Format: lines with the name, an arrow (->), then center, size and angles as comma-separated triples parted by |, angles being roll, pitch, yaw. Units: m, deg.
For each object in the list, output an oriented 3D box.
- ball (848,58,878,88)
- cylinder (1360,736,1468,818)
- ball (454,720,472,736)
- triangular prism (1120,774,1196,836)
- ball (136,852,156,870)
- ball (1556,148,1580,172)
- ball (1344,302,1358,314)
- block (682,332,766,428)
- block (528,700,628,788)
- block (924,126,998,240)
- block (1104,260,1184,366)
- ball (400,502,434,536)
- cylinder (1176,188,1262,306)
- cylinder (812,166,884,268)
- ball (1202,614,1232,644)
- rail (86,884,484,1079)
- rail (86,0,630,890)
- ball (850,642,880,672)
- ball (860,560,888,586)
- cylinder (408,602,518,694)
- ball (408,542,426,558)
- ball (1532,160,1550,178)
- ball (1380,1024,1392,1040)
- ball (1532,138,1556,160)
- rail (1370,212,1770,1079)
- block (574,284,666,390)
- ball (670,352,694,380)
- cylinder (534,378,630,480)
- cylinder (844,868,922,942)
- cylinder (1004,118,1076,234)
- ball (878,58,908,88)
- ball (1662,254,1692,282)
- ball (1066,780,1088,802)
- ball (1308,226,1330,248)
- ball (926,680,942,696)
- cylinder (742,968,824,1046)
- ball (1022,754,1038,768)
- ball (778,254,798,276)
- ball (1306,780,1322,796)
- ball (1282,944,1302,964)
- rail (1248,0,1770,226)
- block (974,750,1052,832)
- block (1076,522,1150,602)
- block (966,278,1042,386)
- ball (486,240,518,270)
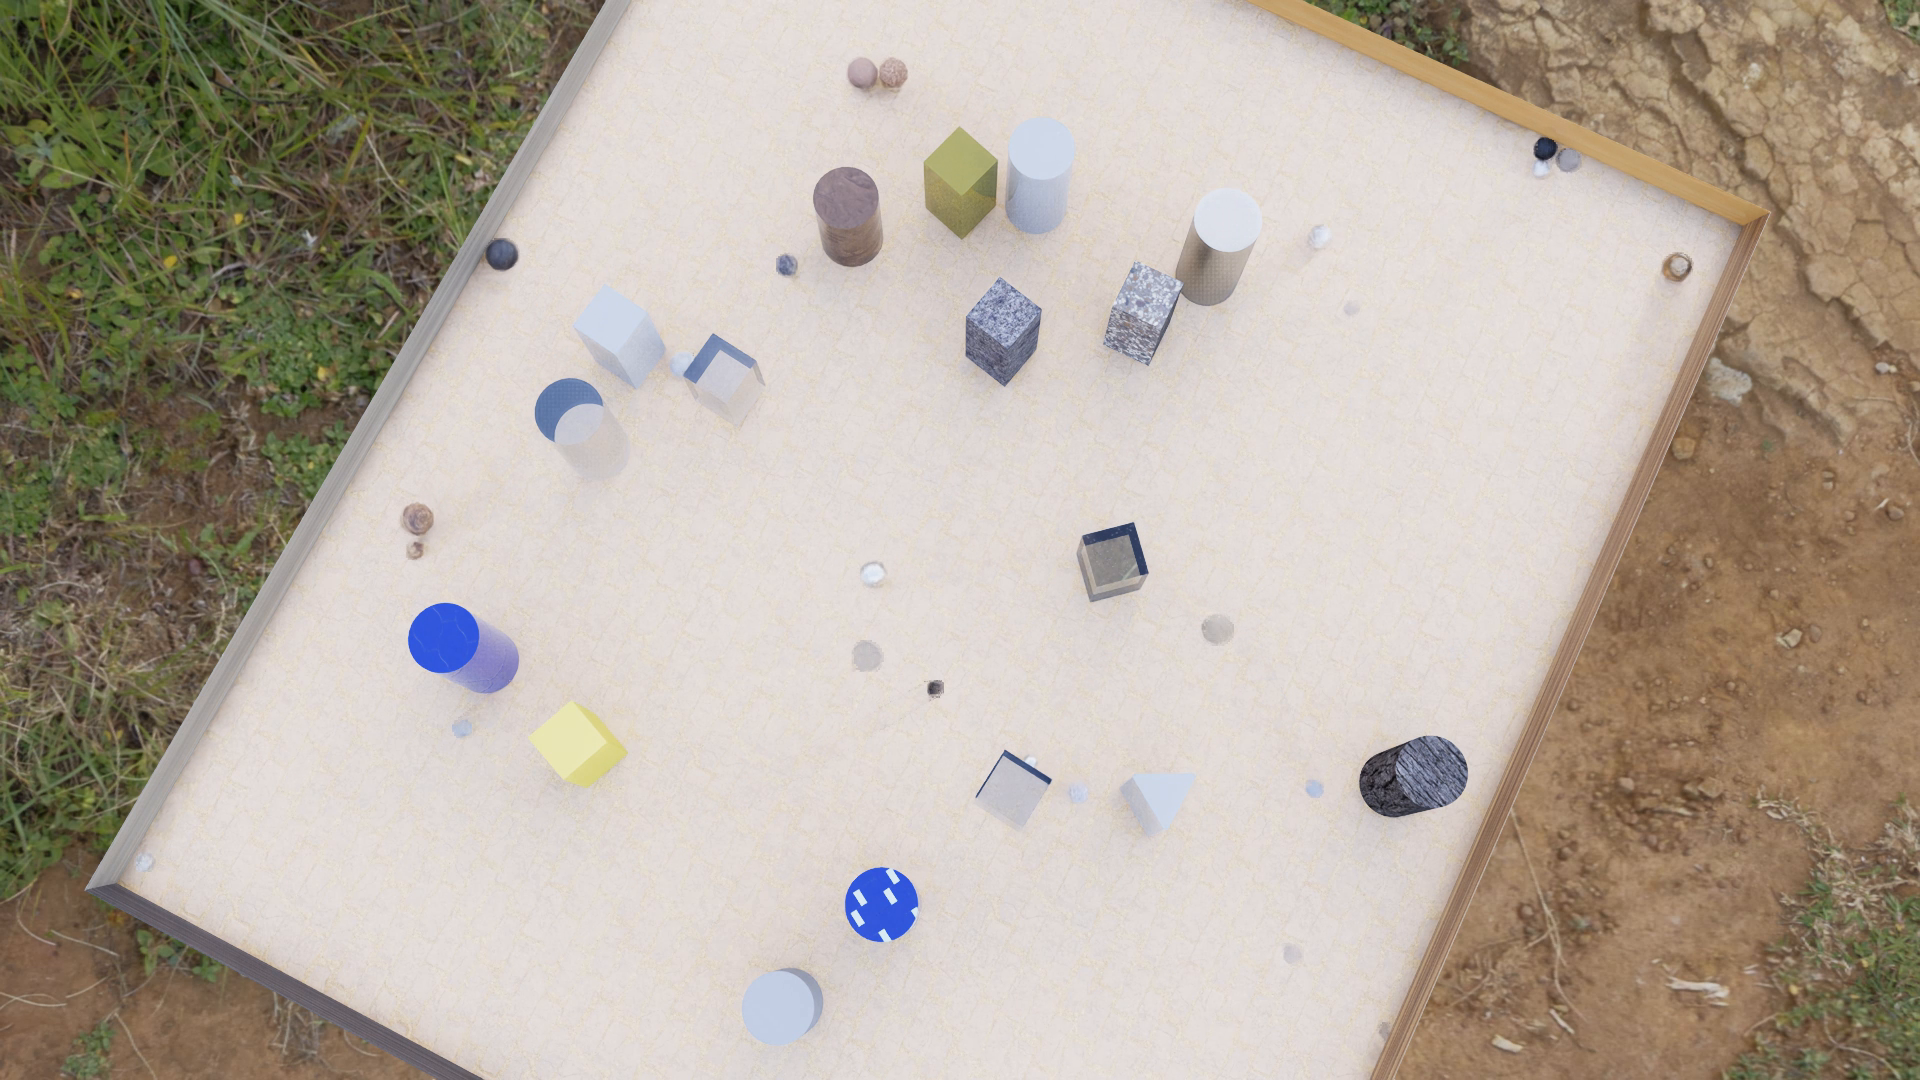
ball -> -0.312, -1.497, 5.877 | 0.096, 0.096, 0.096 | 0, 78, 0
cylinder -> 1.289, 0.680, 5.235 | 0.198, 0.471, 0.198 | 0, 78, 0
ball -> -1.484, 0.562, 5.474 | 0.052, 0.052, 0.052 | 0, 78, 0
triangular prism -> 0.583, 0.726, 5.241 | 0.149, 0.442, 0.172 | -30, 80, -6
ball -> -2.397, 0.946, 5.395 | 0.051, 0.051, 0.051 | 0, 78, 0
ball -> 1.934, -1.209, 5.829 | 0.073, 0.073, 0.073 | 0, 78, 0
ball -> 1.227, -0.727, 5.746 | 0.041, 0.041, 0.041 | 0, 78, 0
block -> -0.714, -0.483, 5.577 | 0.159, 0.274, 0.159 | 33, 80, 6
block -> -1.104, 0.597, 5.319 | 0.159, 0.340, 0.159 | -41, 81, -8
block -> 0.002, -1.098, 5.660 | 0.159, 0.361, 0.159 | 43, 81, 8
block -> 0.554, -0.685, 5.570 | 0.159, 0.369, 0.159 | 26, 79, 5
ball -> -1.652, -0.065, 5.579 | 0.099, 0.099, 0.099 | 0, 78, 0
cylinder -> 0.779, -0.882, 5.555 | 0.198, 0.477, 0.198 | 0, 78, 0
cylinder -> -0.342, -0.993, 5.655 | 0.198, 0.328, 0.198 | 0, 78, 0
ball -> 0.773, 0.267, 5.515 | 0.091, 0.091, 0.091 | 0, 78, 0
rail -> -0.908, 1.785, 5.180 | 3.585, 0.129, 0.045 | 26, 80, 5
rail -> -1.582, -0.768, 5.709 | 0.045, 0.129, 4.109 | 26, 80, 5
ball -> -0.282, 0.352, 5.498 | 0.091, 0.091, 0.091 | 0, 78, 0
ball -> -0.259, 0.101, 5.553 | 0.084, 0.084, 0.084 | 0, 78, 0
cylinder -> -1.432, 0.319, 5.311 | 0.198, 0.469, 0.198 | 0, 78, 0
ball -> -1.657, 0.032, 5.583 | 0.053, 0.053, 0.053 | 0, 78, 0
ball -> 1.848, -1.180, 5.831 | 0.059, 0.059, 0.059 | 0, 78, 0
ball -> 1.235, 1.423, 5.300 | 0.044, 0.044, 0.044 | 0, 78, 0
ball -> 1.862, -1.246, 5.838 | 0.072, 0.072, 0.072 | 0, 78, 0
rail -> 1.582, 0.781, 5.388 | 0.045, 0.129, 4.109 | 26, 80, 5
block -> -1.028, -0.612, 5.559 | 0.159, 0.361, 0.159 | 34, 80, 7
ball -> -0.859, -0.541, 5.685 | 0.086, 0.086, 0.086 | 0, 78, 0
cylinder -> -1.119, -0.324, 5.459 | 0.198, 0.440, 0.198 | 0, 78, 0
cylinder -> -0.211, 1.029, 5.162 | 0.198, 0.474, 0.198 | 0, 78, 0
cylinder -> 0.242, -1.112, 5.624 | 0.198, 0.437, 0.198 | 0, 78, 0
ball -> -0.214, -1.497, 5.879 | 0.093, 0.093, 0.093 | 0, 78, 0
ball -> 2.249, -0.852, 5.749 | 0.087, 0.087, 0.087 | 0, 78, 0
ball -> 0.347, 0.744, 5.429 | 0.065, 0.065, 0.065 | 0, 78, 0
ball -> 1.130, -0.953, 5.778 | 0.071, 0.071, 0.071 | 0, 78, 0
ball -> -0.078, 0.445, 5.501 | 0.045, 0.045, 0.045 | 0, 78, 0
cylinder -> -0.497, 1.312, 5.169 | 0.198, 0.345, 0.198 | 0, 78, 0
ball -> 0.209, 0.664, 5.454 | 0.050, 0.050, 0.050 | 0, 78, 0
ball -> -0.542, -0.864, 5.762 | 0.066, 0.066, 0.066 | 0, 78, 0
ball -> 1.050, 0.734, 5.439 | 0.050, 0.050, 0.050 | 0, 78, 0
ball -> 0.967, 1.207, 5.340 | 0.053, 0.053, 0.053 | 0, 78, 0
rail -> 0.908, -1.772, 5.917 | 3.585, 0.129, 0.045 | 26, 80, 5
block -> 0.151, 0.730, 5.305 | 0.159, 0.315, 0.159 | 32, 80, 6
block -> 0.452, 0.069, 5.464 | 0.159, 0.270, 0.159 | -14, 79, -3
block -> 0.128, -0.625, 5.548 | 0.159, 0.387, 0.159 | 39, 81, 7
ball -> -1.438, -0.894, 5.752 | 0.098, 0.098, 0.098 | 0, 78, 0
